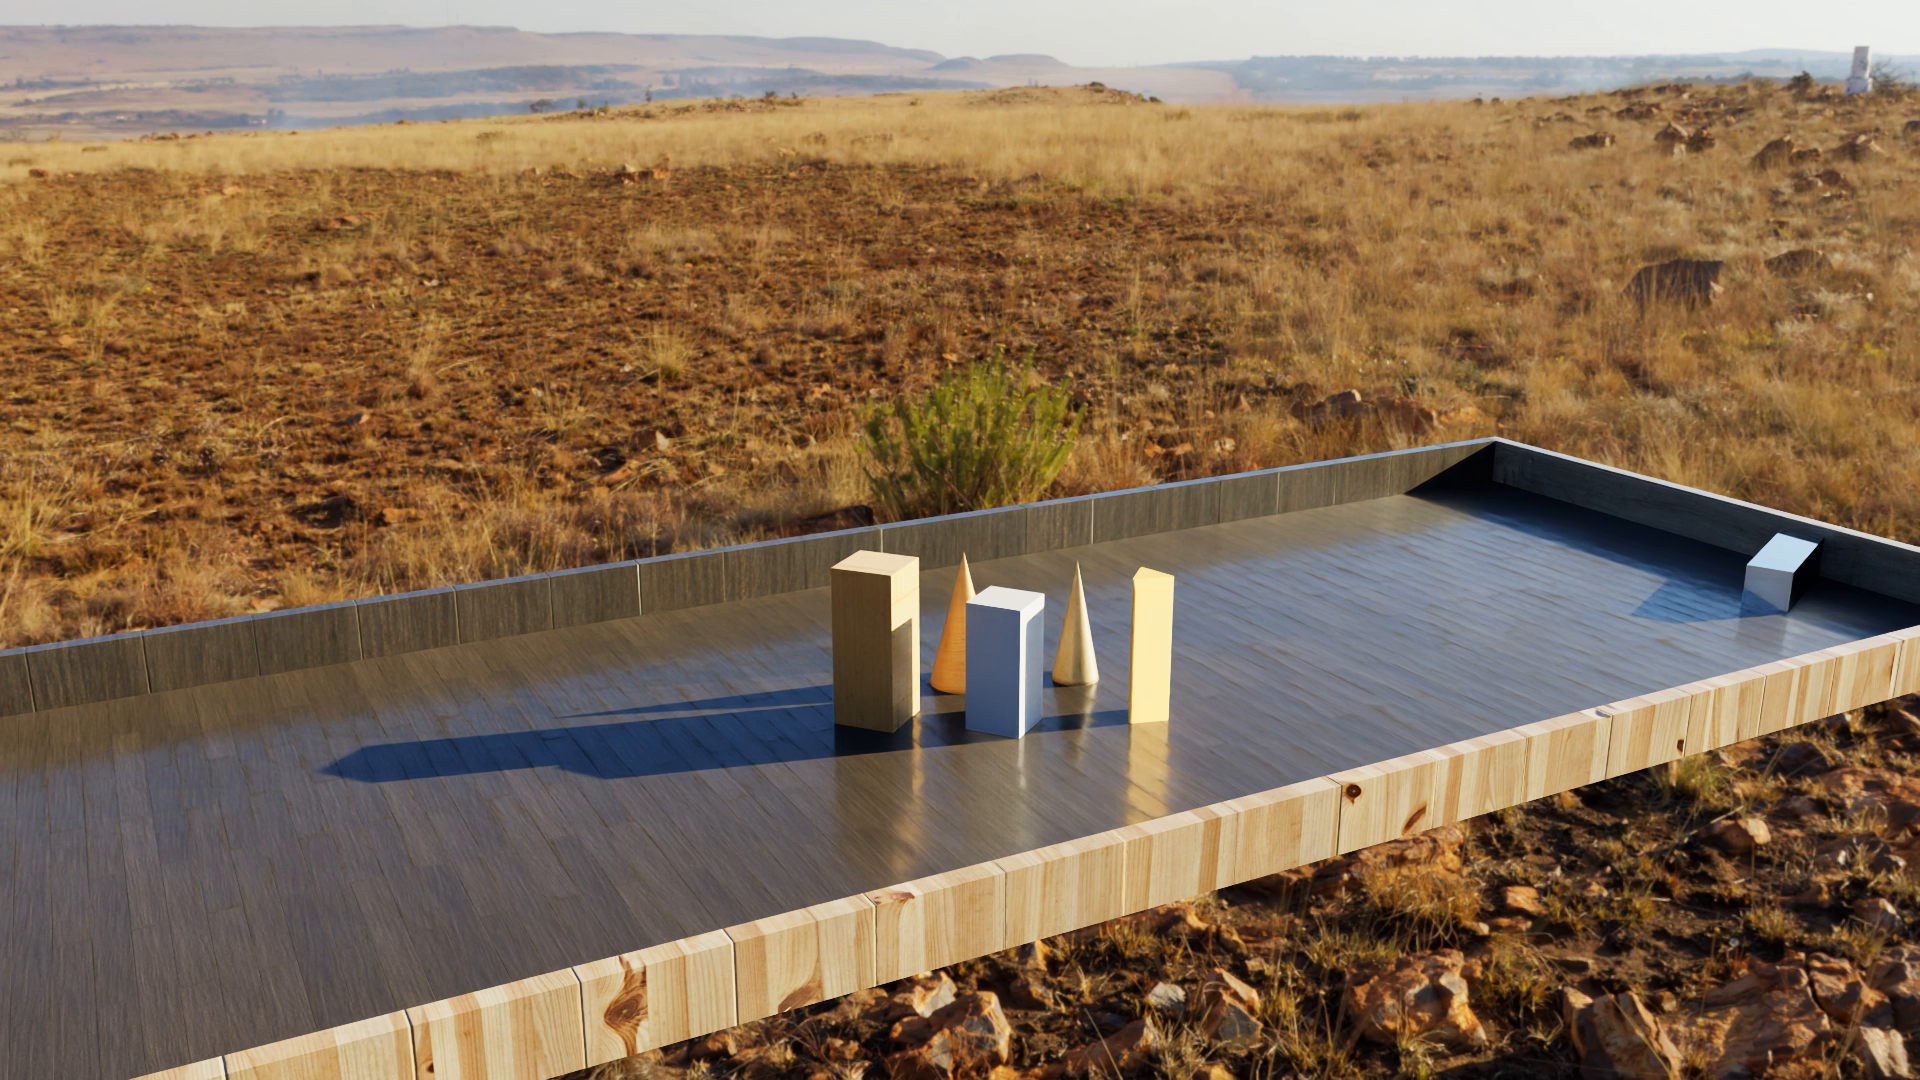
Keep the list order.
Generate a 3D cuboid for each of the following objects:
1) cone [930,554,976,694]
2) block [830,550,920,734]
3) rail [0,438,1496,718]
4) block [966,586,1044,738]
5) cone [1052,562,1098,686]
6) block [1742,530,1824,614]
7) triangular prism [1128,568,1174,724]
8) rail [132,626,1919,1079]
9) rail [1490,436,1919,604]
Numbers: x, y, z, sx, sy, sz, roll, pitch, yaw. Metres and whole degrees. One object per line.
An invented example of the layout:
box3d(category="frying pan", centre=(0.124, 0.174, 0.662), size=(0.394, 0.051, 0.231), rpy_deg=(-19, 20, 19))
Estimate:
box3d(category="cone", centre=(0.010, 0.192, 4.097), size=(0.172, 0.341, 0.172), rpy_deg=(0, 16, 0))
box3d(category="block", centre=(-0.196, 0.236, 3.871), size=(0.152, 0.384, 0.152), rpy_deg=(7, 18, 22))
box3d(category="rail", centre=(-3.305, 0.497, 3.399), size=(12.000, 0.150, 0.050), rpy_deg=(-9, 18, -27))
box3d(category="block", centre=(0.104, 0.283, 3.841), size=(0.137, 0.311, 0.137), rpy_deg=(8, 18, 25))
box3d(category="cone", centre=(0.291, 0.199, 4.129), size=(0.120, 0.310, 0.120), rpy_deg=(0, 16, 0))
box3d(category="block", centre=(2.416, 0.089, 4.836), size=(0.122, 0.122, 0.445), rpy_deg=(12, 20, 35))
box3d(category="triangular prism", centre=(0.436, 0.246, 3.885), size=(0.098, 0.356, 0.085), rpy_deg=(-4, 17, -12))
box3d(category="rail", centre=(-2.336, 1.006, 1.665), size=(12.000, 0.150, 0.050), rpy_deg=(-9, 18, -27))
box3d(category="rail", centre=(2.466, -0.048, 5.253), size=(0.050, 0.150, 2.100), rpy_deg=(-9, 18, -27))
